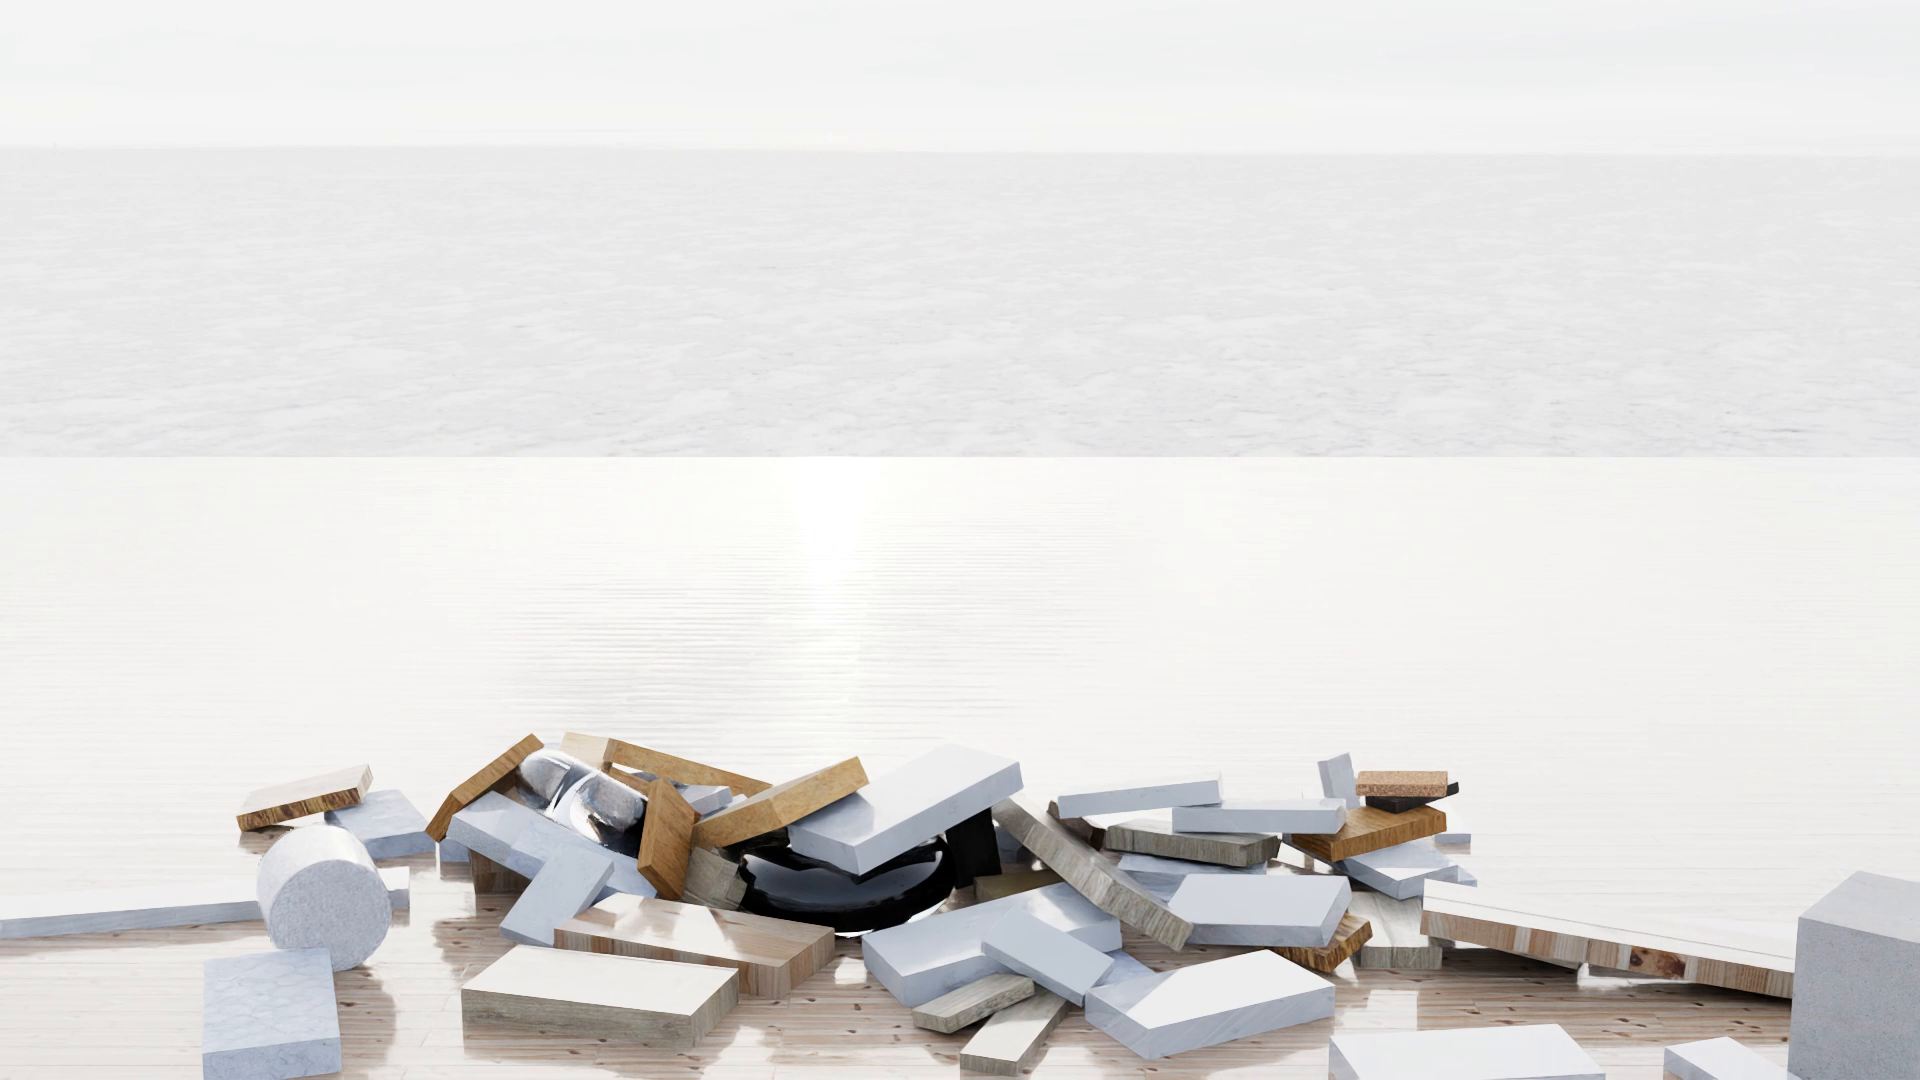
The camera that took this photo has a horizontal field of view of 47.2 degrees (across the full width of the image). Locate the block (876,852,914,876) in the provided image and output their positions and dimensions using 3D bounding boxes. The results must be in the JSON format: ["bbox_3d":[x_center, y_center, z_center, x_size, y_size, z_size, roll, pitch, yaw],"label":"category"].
[{"bbox_3d":[-0.124,0.554,3.818,0.056,0.016,0.112,-3,11,-17],"label":"block"}]

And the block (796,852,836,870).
[{"bbox_3d":[-0.266,0.548,3.842,0.132,0.019,0.066,4,11,22],"label":"block"}]

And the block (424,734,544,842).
[{"bbox_3d":[-0.816,0.425,3.781,0.032,0.113,0.226,43,35,5],"label":"block"}]

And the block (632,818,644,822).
[{"bbox_3d":[-0.474,0.505,4.031,0.243,0.034,0.121,9,14,39],"label":"block"}]

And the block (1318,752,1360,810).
[{"bbox_3d":[0.686,0.462,3.947,0.021,0.150,0.075,-12,0,42],"label":"block"}]

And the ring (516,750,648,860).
[{"bbox_3d":[-0.611,0.461,3.757,0.322,0.107,0.322,27,-11,6],"label":"ring"}]

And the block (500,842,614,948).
[{"bbox_3d":[-0.633,0.563,3.461,0.095,0.027,0.189,16,43,16],"label":"block"}]

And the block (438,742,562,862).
[{"bbox_3d":[-0.829,0.484,4.126,0.148,0.042,0.613,0,11,1],"label":"block"}]

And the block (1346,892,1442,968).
[{"bbox_3d":[0.676,0.612,3.458,0.122,0.034,0.243,0,11,2],"label":"block"}]

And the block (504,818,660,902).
[{"bbox_3d":[-0.609,0.537,3.593,0.243,0.034,0.122,22,16,-1],"label":"block"}]

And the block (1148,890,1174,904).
[{"bbox_3d":[0.373,0.590,3.590,0.206,0.029,0.103,8,13,38],"label":"block"}]

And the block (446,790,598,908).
[{"bbox_3d":[-0.701,0.516,3.673,0.277,0.039,0.139,25,17,10],"label":"block"}]

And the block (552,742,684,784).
[{"bbox_3d":[-0.684,0.441,4.199,0.149,0.042,0.297,20,13,38],"label":"block"}]

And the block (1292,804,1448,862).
[{"bbox_3d":[0.693,0.488,3.725,0.234,0.033,0.117,-10,13,-23],"label":"block"}]

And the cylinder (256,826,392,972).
[{"bbox_3d":[-0.981,0.551,3.389,0.179,0.179,0.179,-4,11,-23],"label":"cylinder"}]

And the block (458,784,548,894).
[{"bbox_3d":[-0.781,0.506,3.797,0.139,0.039,0.277,-3,28,-17],"label":"block"}]

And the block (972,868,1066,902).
[{"bbox_3d":[0.138,0.579,3.647,0.210,0.030,0.105,-4,11,-19],"label":"block"}]

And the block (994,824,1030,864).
[{"bbox_3d":[0.094,0.533,3.911,0.086,0.024,0.172,5,12,24],"label":"block"}]

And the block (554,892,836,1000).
[{"bbox_3d":[-0.407,0.619,3.374,0.393,0.050,0.177,5,11,24],"label":"block"}]

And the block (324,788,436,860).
[{"bbox_3d":[-1.051,0.513,3.974,0.139,0.039,0.277,-5,12,-27],"label":"block"}]

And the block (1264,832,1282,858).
[{"bbox_3d":[0.480,0.503,3.905,0.127,0.036,0.255,14,5,-5],"label":"block"}]

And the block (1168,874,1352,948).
[{"bbox_3d":[0.459,0.576,3.424,0.272,0.039,0.136,-4,23,31],"label":"block"}]

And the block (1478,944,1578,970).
[{"bbox_3d":[0.848,0.604,3.407,0.228,0.032,0.114,12,11,18],"label":"block"}]

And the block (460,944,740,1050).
[{"bbox_3d":[-0.517,0.656,3.174,0.354,0.050,0.177,3,11,16],"label":"block"}]

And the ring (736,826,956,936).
[{"bbox_3d":[-0.190,0.544,3.586,0.369,0.123,0.369,-1,10,0],"label":"ring"}]

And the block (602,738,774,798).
[{"bbox_3d":[-0.504,0.428,4.066,0.297,0.042,0.148,18,-8,-14],"label":"block"}]

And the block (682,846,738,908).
[{"bbox_3d":[-0.411,0.551,3.558,0.025,0.088,0.175,26,-10,-20],"label":"block"}]

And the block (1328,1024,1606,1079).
[{"bbox_3d":[0.671,0.705,2.925,0.322,0.046,0.161,-1,11,-7],"label":"block"}]

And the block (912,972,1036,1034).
[{"bbox_3d":[0.019,0.660,3.145,0.162,0.023,0.081,-16,8,-38],"label":"block"}]

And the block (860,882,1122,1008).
[{"bbox_3d":[0.047,0.607,3.326,0.352,0.050,0.176,-11,14,-21],"label":"block"}]

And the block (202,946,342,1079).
[{"bbox_3d":[-0.975,0.669,3.109,0.177,0.050,0.354,-3,11,-18],"label":"block"}]

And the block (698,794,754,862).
[{"bbox_3d":[-0.387,0.519,3.823,0.122,0.034,0.243,-17,22,-22],"label":"block"}]
